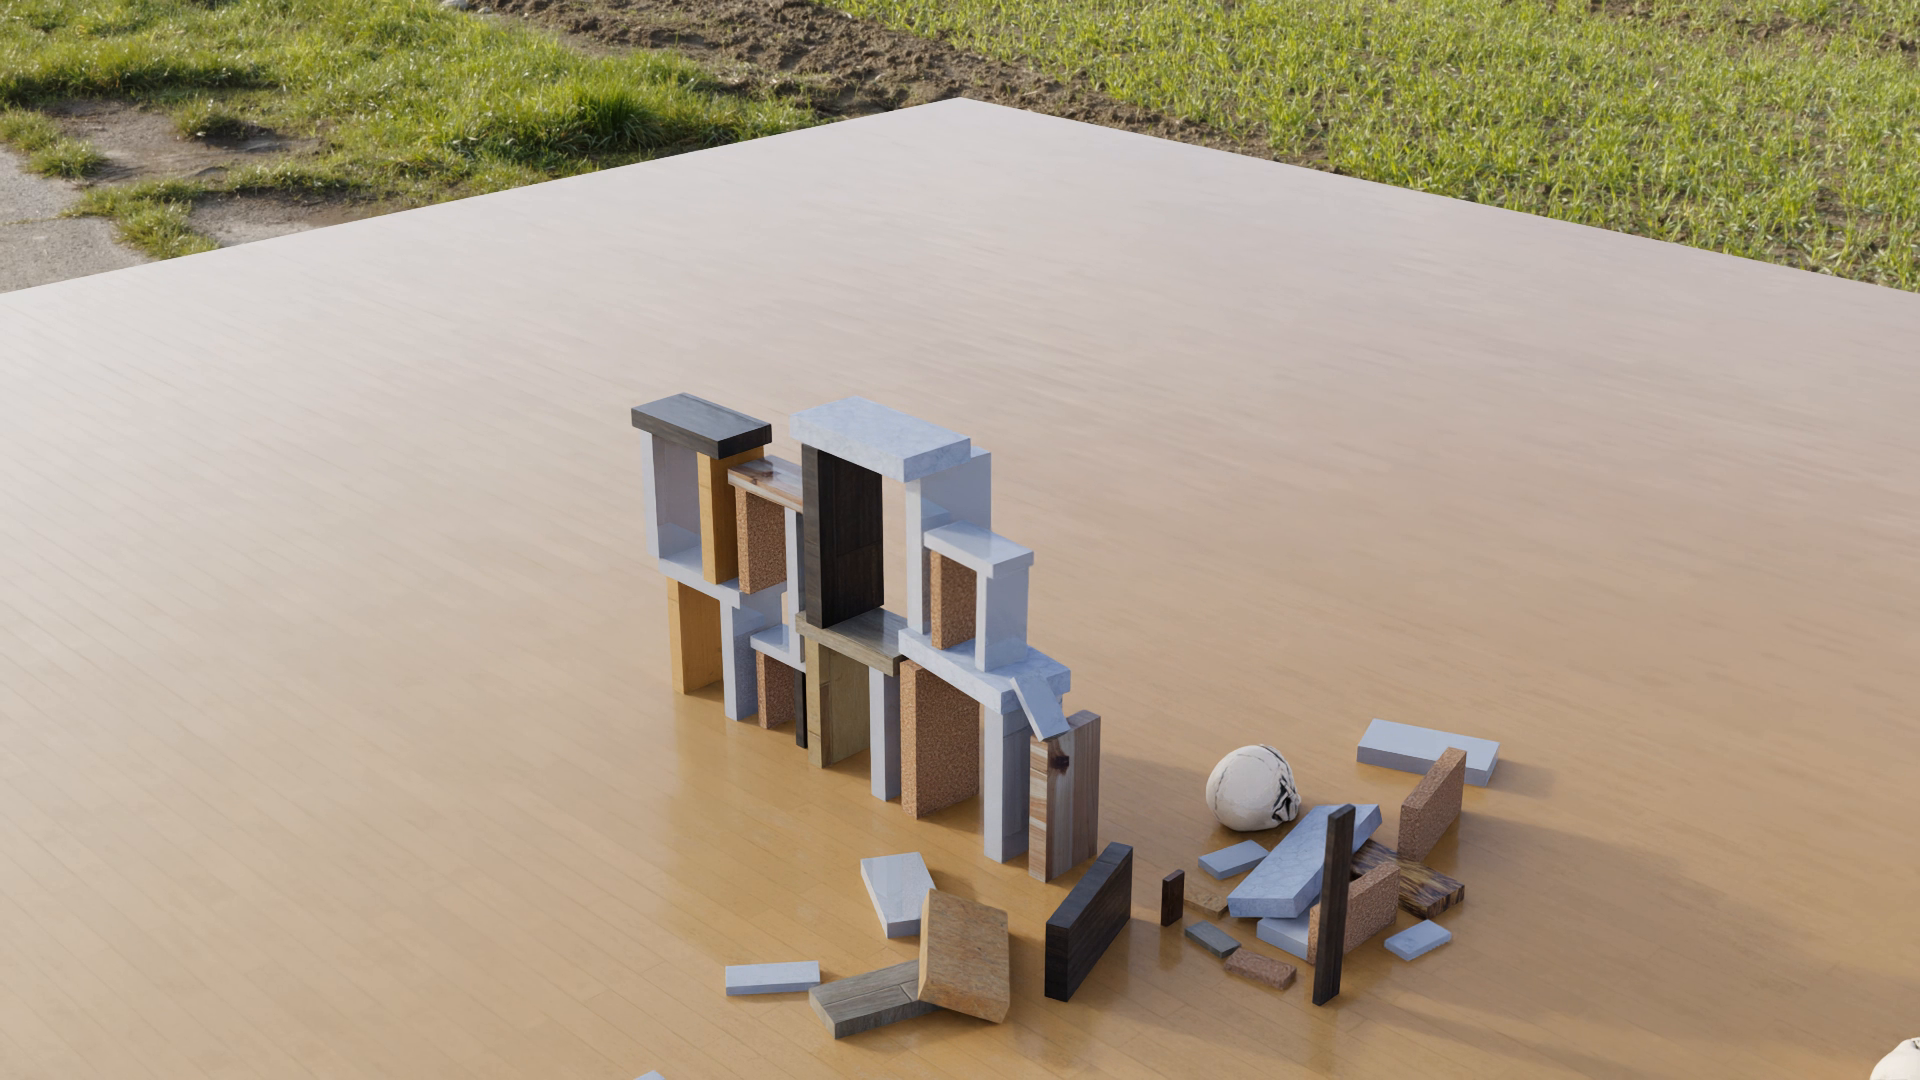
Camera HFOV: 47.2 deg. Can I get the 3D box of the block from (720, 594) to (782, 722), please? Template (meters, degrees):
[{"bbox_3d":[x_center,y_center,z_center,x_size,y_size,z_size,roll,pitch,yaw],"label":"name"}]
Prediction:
[{"bbox_3d":[-0.454,0.245,4.826,0.040,0.279,0.140,21,31,41],"label":"block"}]

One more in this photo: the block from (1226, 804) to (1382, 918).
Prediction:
[{"bbox_3d":[0.664,0.610,4.208,0.136,0.039,0.424,-6,14,35],"label":"block"}]

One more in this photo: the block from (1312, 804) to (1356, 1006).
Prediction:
[{"bbox_3d":[0.644,0.631,3.789,0.057,0.378,0.016,-21,32,-41],"label":"block"}]

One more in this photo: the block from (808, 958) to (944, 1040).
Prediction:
[{"bbox_3d":[-0.135,0.797,3.839,0.231,0.033,0.116,-11,25,-24],"label":"block"}]

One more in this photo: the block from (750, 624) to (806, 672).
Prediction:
[{"bbox_3d":[-0.354,0.232,4.709,0.184,0.026,0.092,21,31,41],"label":"block"}]

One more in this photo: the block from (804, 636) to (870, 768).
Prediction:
[{"bbox_3d":[-0.254,0.320,4.630,0.042,0.294,0.147,21,31,41],"label":"block"}]

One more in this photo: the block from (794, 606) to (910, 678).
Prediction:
[{"bbox_3d":[-0.185,0.192,4.501,0.147,0.042,0.294,-21,31,-41],"label":"block"}]

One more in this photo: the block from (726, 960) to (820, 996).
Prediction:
[{"bbox_3d":[-0.332,0.778,3.904,0.166,0.018,0.065,-2,23,-6],"label":"block"}]

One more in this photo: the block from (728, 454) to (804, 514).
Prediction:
[{"bbox_3d":[-0.360,-0.117,4.570,0.238,0.034,0.119,21,31,41],"label":"block"}]

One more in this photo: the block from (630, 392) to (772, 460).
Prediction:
[{"bbox_3d":[-0.556,-0.247,4.720,0.294,0.042,0.147,21,31,41],"label":"block"}]

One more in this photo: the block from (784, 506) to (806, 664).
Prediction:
[{"bbox_3d":[-0.305,0.079,4.593,0.119,0.345,0.034,-21,31,-41],"label":"block"}]

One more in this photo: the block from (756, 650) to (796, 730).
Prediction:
[{"bbox_3d":[-0.397,0.312,4.790,0.026,0.184,0.092,21,31,41],"label":"block"}]

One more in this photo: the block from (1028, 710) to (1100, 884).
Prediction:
[{"bbox_3d":[0.201,0.491,4.215,0.043,0.303,0.152,21,31,40],"label":"block"}]

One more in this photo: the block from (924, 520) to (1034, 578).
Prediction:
[{"bbox_3d":[0.035,0.016,4.184,0.102,0.029,0.203,-18,29,-36],"label":"block"}]

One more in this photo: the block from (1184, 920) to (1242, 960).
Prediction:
[{"bbox_3d":[0.462,0.730,4.022,0.049,0.014,0.098,-16,28,-34],"label":"block"}]

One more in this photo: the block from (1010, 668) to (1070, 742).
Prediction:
[{"bbox_3d":[0.150,0.309,4.123,0.065,0.018,0.130,-16,72,-33],"label":"block"}]

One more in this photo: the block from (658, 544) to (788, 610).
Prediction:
[{"bbox_3d":[-0.520,0.073,4.825,0.279,0.040,0.140,21,31,41],"label":"block"}]

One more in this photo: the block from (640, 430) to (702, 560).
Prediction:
[{"bbox_3d":[-0.626,-0.119,4.849,0.042,0.294,0.147,21,31,41],"label":"block"}]

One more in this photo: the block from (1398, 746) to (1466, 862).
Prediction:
[{"bbox_3d":[0.932,0.528,4.342,0.039,0.136,0.272,13,26,28],"label":"block"}]

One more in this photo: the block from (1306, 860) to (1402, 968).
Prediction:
[{"bbox_3d":[0.718,0.682,4.004,0.231,0.116,0.033,-21,31,-40],"label":"block"}]

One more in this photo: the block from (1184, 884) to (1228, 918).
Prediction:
[{"bbox_3d":[0.457,0.680,4.141,0.098,0.014,0.049,17,28,35],"label":"block"}]

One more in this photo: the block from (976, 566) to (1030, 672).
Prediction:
[{"bbox_3d":[0.080,0.143,4.183,0.102,0.203,0.029,-16,29,-33],"label":"block"}]

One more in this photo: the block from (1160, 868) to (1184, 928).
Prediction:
[{"bbox_3d":[0.394,0.663,4.072,0.014,0.098,0.049,20,30,38],"label":"block"}]

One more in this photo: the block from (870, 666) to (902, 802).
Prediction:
[{"bbox_3d":[-0.115,0.374,4.502,0.147,0.294,0.042,-21,31,-41],"label":"block"}]

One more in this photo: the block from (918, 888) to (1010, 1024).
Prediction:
[{"bbox_3d":[0.008,0.735,3.904,0.152,0.043,0.303,18,21,-7],"label":"block"}]

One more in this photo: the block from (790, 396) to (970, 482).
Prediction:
[{"bbox_3d":[-0.159,-0.201,4.311,0.172,0.049,0.344,-20,30,-39],"label":"block"}]

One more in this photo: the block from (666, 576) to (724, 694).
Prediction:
[{"bbox_3d":[-0.586,0.194,4.947,0.040,0.279,0.139,21,31,41],"label":"block"}]

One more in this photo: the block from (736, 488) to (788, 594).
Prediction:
[{"bbox_3d":[-0.417,-0.014,4.675,0.034,0.238,0.119,21,31,40],"label":"block"}]

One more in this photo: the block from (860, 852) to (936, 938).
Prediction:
[{"bbox_3d":[-0.106,0.667,4.146,0.116,0.033,0.231,-6,24,-13],"label":"block"}]

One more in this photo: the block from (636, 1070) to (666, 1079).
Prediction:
[{"bbox_3d":[-0.559,0.929,3.424,0.231,0.116,0.033,-20,30,-39],"label":"block"}]

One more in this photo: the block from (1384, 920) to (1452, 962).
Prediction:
[{"bbox_3d":[0.836,0.731,4.017,0.114,0.016,0.057,-16,28,-33],"label":"block"}]

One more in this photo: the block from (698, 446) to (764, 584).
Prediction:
[{"bbox_3d":[-0.487,-0.065,4.721,0.042,0.294,0.147,21,31,41],"label":"block"}]

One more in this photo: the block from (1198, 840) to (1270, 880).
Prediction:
[{"bbox_3d":[0.535,0.621,4.273,0.130,0.018,0.065,-14,27,-29],"label":"block"}]

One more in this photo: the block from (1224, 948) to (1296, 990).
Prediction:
[{"bbox_3d":[0.538,0.766,3.934,0.114,0.016,0.057,14,27,30],"label":"block"}]

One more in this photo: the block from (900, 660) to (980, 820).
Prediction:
[{"bbox_3d":[-0.039,0.382,4.433,0.167,0.335,0.047,-18,29,-37],"label":"block"}]

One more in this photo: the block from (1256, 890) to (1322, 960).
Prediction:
[{"bbox_3d":[0.666,0.697,4.076,0.116,0.033,0.231,20,30,39],"label":"block"}]

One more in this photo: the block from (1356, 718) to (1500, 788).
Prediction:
[{"bbox_3d":[0.991,0.449,4.654,0.272,0.039,0.136,10,25,22],"label":"block"}]

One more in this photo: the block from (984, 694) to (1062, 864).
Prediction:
[{"bbox_3d":[0.123,0.446,4.280,0.047,0.335,0.167,21,31,41],"label":"block"}]

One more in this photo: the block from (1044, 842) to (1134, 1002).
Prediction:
[{"bbox_3d":[0.233,0.683,3.956,0.043,0.152,0.303,11,25,23],"label":"block"}]

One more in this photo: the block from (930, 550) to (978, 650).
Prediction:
[{"bbox_3d":[-0.008,0.104,4.275,0.102,0.203,0.029,-19,29,-38],"label":"block"}]

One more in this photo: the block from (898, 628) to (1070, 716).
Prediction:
[{"bbox_3d":[0.045,0.235,4.288,0.167,0.047,0.335,-16,28,-33],"label":"block"}]

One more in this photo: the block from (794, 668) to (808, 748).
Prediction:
[{"bbox_3d":[-0.310,0.346,4.710,0.092,0.184,0.026,-21,31,-41],"label":"block"}]

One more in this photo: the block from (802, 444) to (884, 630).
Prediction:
[{"bbox_3d":[-0.236,-0.028,4.466,0.172,0.390,0.049,-21,31,-40],"label":"block"}]

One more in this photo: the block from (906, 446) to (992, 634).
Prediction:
[{"bbox_3d":[-0.022,0.000,4.338,0.172,0.344,0.049,-16,28,-34],"label":"block"}]

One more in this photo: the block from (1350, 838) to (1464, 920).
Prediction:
[{"bbox_3d":[0.832,0.646,4.195,0.116,0.033,0.231,-19,30,-38],"label":"block"}]
